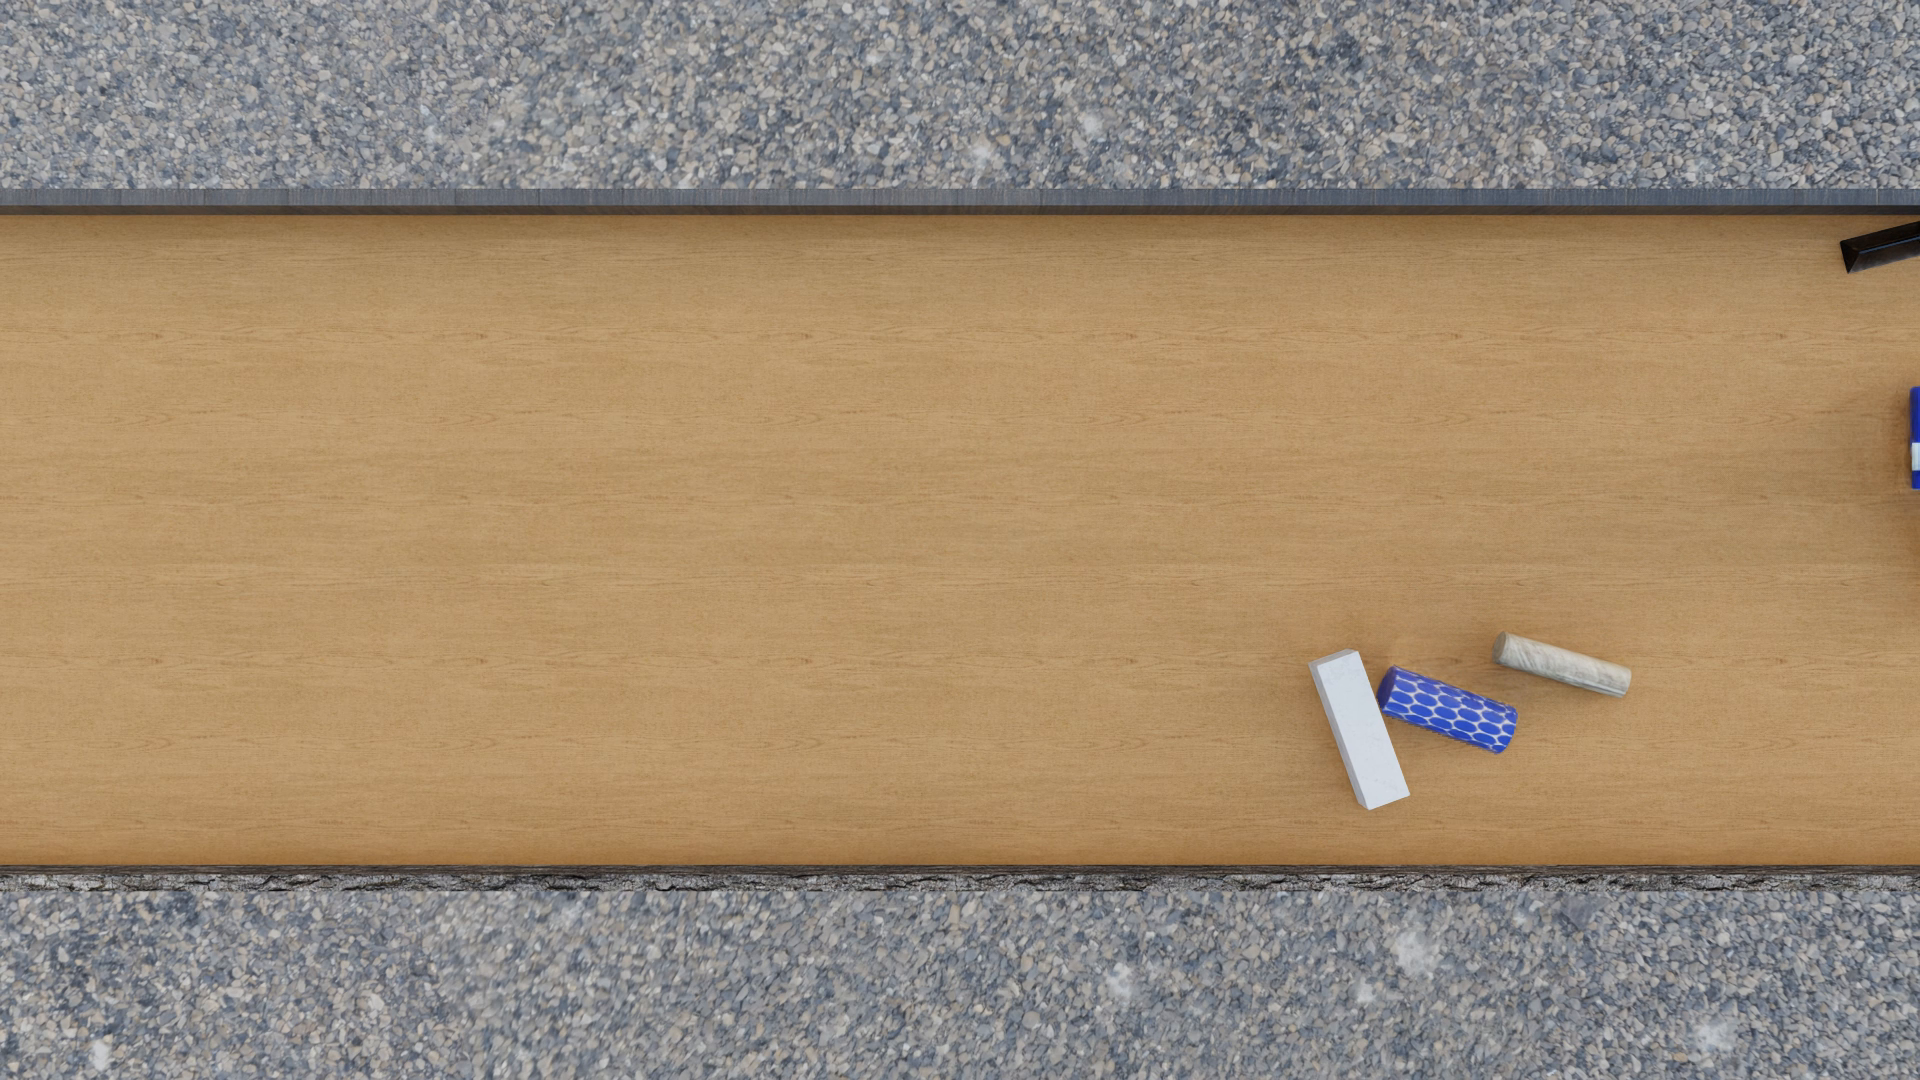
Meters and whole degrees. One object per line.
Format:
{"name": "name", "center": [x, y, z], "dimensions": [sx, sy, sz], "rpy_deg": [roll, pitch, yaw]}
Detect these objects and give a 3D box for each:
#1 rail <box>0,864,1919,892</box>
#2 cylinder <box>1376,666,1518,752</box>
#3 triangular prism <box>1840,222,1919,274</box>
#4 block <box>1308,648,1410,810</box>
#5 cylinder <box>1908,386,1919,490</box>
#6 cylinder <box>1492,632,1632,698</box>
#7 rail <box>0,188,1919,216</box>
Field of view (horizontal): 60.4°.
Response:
{"name": "rail", "center": [-2.247, 1.025, 5.001], "dimensions": [12.000, 0.150, 0.050], "rpy_deg": [0, 90, 0]}
{"name": "cylinder", "center": [1.475, 0.512, 5.004], "dimensions": [0.384, 0.145, 0.145], "rpy_deg": [19, 90, 0]}
{"name": "triangular prism", "center": [2.877, -0.909, 5.030], "dimensions": [0.326, 0.088, 0.102], "rpy_deg": [-14, 90, 0]}
{"name": "block", "center": [1.210, 0.572, 5.011], "dimensions": [0.132, 0.132, 0.459], "rpy_deg": [-20, 90, 0]}
{"name": "cylinder", "center": [2.970, -0.310, 4.999], "dimensions": [0.154, 0.154, 0.310], "rpy_deg": [-2, 90, 0]}
{"name": "cylinder", "center": [1.832, 0.380, 5.026], "dimensions": [0.393, 0.100, 0.100], "rpy_deg": [16, 90, 0]}
{"name": "rail", "center": [-2.247, -1.025, 5.002], "dimensions": [12.000, 0.150, 0.050], "rpy_deg": [0, 90, 0]}
